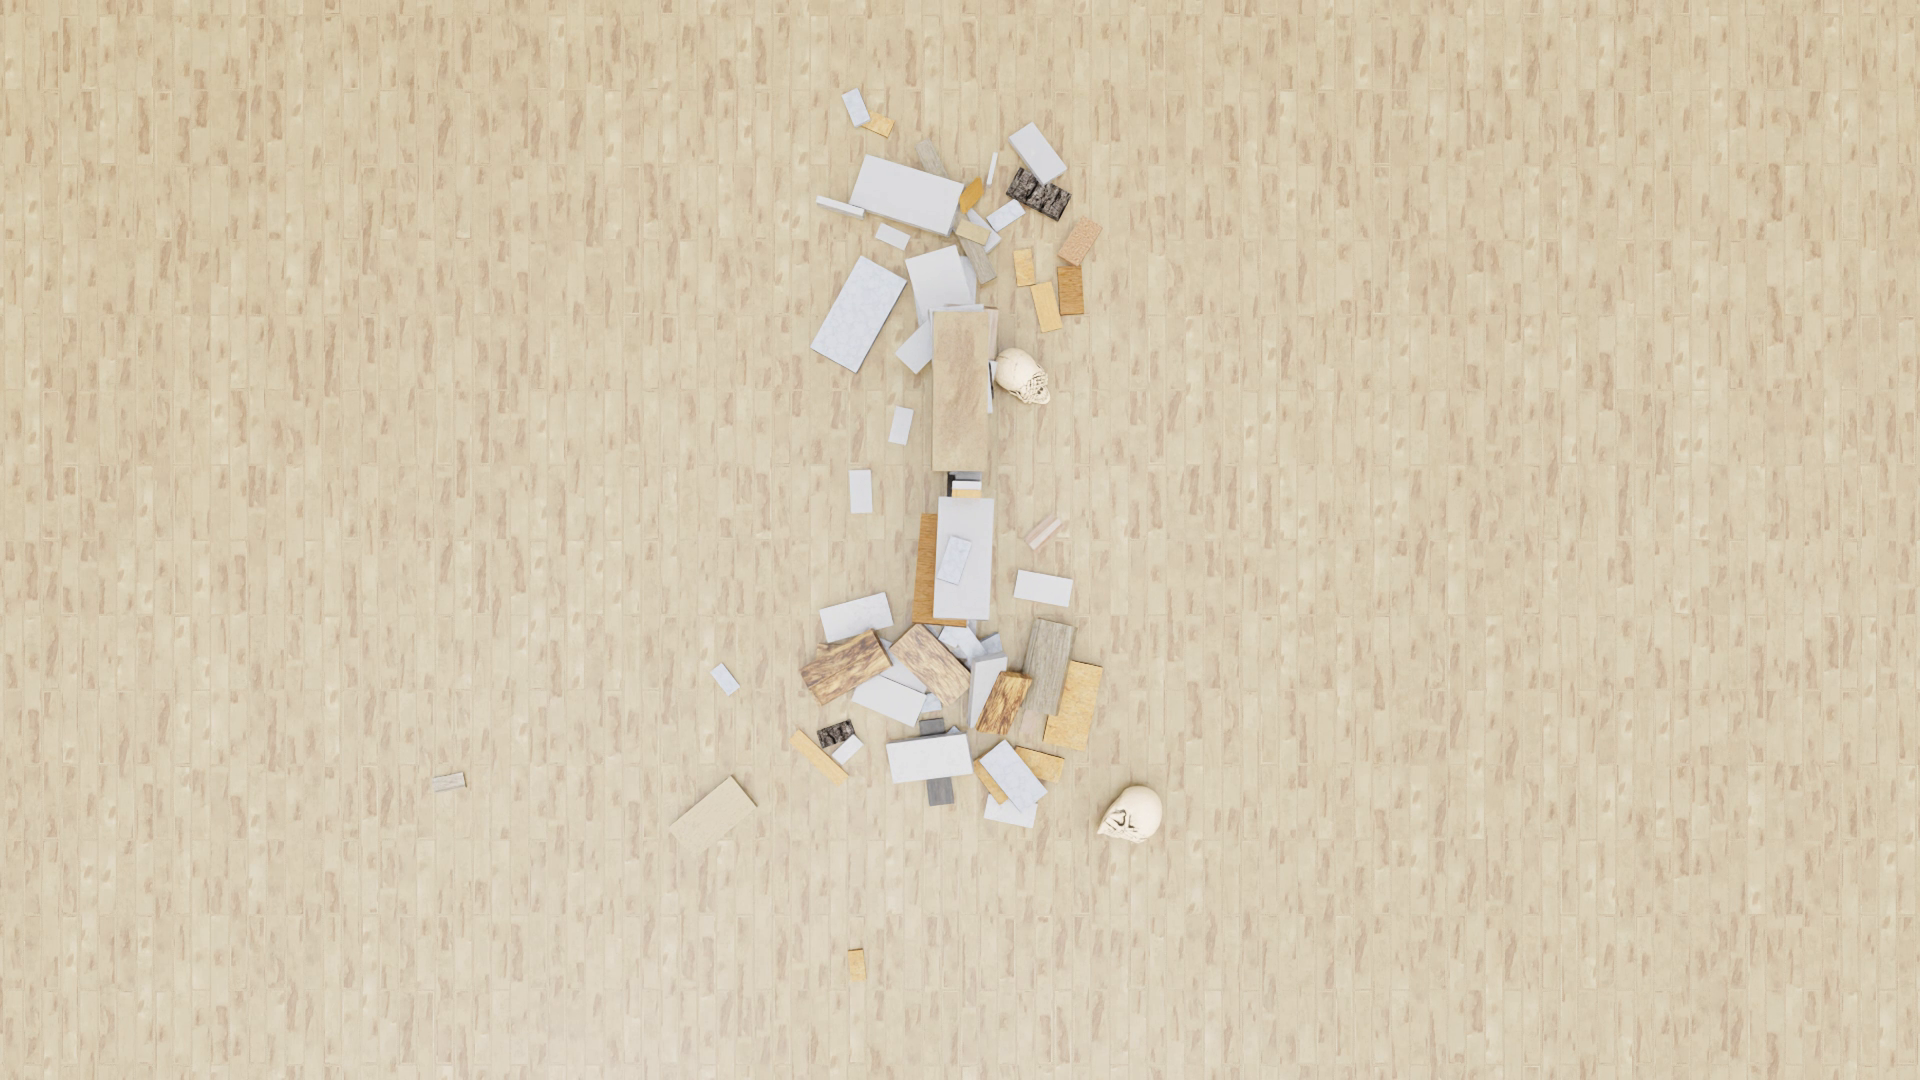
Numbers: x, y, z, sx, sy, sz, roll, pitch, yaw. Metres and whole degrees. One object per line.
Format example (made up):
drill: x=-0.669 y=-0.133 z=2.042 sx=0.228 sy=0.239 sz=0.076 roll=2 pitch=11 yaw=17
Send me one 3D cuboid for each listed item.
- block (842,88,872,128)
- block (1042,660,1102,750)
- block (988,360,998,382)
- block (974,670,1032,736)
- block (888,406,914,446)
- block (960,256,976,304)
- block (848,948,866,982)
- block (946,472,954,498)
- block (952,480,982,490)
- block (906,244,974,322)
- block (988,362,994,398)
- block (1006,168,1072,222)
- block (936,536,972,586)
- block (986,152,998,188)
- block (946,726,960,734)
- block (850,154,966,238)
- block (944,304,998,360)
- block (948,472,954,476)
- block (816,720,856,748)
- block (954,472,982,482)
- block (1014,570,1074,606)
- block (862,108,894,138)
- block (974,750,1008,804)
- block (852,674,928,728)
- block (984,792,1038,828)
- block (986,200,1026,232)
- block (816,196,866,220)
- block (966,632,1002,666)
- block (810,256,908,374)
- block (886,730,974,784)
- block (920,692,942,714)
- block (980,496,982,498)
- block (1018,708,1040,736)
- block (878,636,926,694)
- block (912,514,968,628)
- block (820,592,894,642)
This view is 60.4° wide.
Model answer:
block: x=-0.344 y=-1.436 z=5.478 sx=0.059 sy=0.017 sz=0.118 roll=-24 pitch=81 yaw=9
block: x=0.374 y=0.546 z=5.480 sx=0.142 sy=0.040 sz=0.284 roll=12 pitch=90 yaw=0
block: x=0.074 y=-0.525 z=5.400 sx=0.068 sy=0.019 sz=0.137 roll=10 pitch=108 yaw=-9
block: x=0.143 y=0.536 z=5.415 sx=0.112 sy=0.032 sz=0.223 roll=10 pitch=115 yaw=-31
block: x=-0.196 y=-0.380 z=5.491 sx=0.060 sy=0.017 sz=0.121 roll=12 pitch=90 yaw=0
block: x=0.007 y=-0.848 z=5.487 sx=0.094 sy=0.027 sz=0.189 roll=3 pitch=90 yaw=0
block: x=-0.343 y=1.416 z=5.493 sx=0.050 sy=0.014 sz=0.101 roll=-6 pitch=90 yaw=0
block: x=0.007 y=-0.149 z=5.413 sx=0.098 sy=0.028 sz=0.196 roll=2 pitch=81 yaw=-1
block: x=0.020 y=-0.176 z=5.311 sx=0.091 sy=0.182 sz=0.026 roll=2 pitch=92 yaw=-1
block: x=-0.048 y=-0.780 z=5.449 sx=0.174 sy=0.049 sz=0.347 roll=-17 pitch=90 yaw=0
block: x=0.076 y=-0.517 z=5.384 sx=0.059 sy=0.017 sz=0.118 roll=-7 pitch=110 yaw=-3
block: x=0.262 y=-1.148 z=5.477 sx=0.196 sy=0.028 sz=0.098 roll=28 pitch=79 yaw=0
block: x=-0.018 y=0.066 z=5.251 sx=0.071 sy=0.020 sz=0.142 roll=18 pitch=82 yaw=3
block: x=0.107 y=-1.228 z=5.473 sx=0.015 sy=0.053 sz=0.106 roll=13 pitch=90 yaw=0
block: x=-0.039 y=0.679 z=5.468 sx=0.060 sy=0.017 sz=0.120 roll=43 pitch=90 yaw=0
block: x=-0.173 y=-1.137 z=5.449 sx=0.347 sy=0.049 sz=0.174 roll=19 pitch=90 yaw=9
block: x=0.022 y=-0.594 z=5.407 sx=0.174 sy=0.049 sz=0.347 roll=3 pitch=109 yaw=-7
block: x=0.016 y=-0.335 z=5.404 sx=0.091 sy=0.026 sz=0.250 roll=3 pitch=85 yaw=-5
block: x=-0.412 y=0.646 z=5.492 sx=0.120 sy=0.017 sz=0.060 roll=-20 pitch=90 yaw=0
block: x=0.026 y=-0.272 z=5.354 sx=0.084 sy=0.024 sz=0.167 roll=2 pitch=71 yaw=-5
block: x=0.277 y=0.161 z=5.487 sx=0.184 sy=0.026 sz=0.092 roll=10 pitch=90 yaw=0
block: x=-0.283 y=-1.390 z=5.492 sx=0.118 sy=0.017 sz=0.059 roll=24 pitch=90 yaw=0
block: x=0.114 y=0.789 z=5.474 sx=0.083 sy=0.023 sz=0.166 roll=-37 pitch=84 yaw=-7
block: x=-0.234 y=0.523 z=5.472 sx=0.227 sy=0.032 sz=0.113 roll=22 pitch=90 yaw=6
block: x=0.169 y=0.900 z=5.488 sx=0.166 sy=0.024 sz=0.083 roll=12 pitch=90 yaw=0
block: x=0.152 y=-1.080 z=5.492 sx=0.119 sy=0.017 sz=0.059 roll=-34 pitch=90 yaw=0
block: x=-0.394 y=-1.099 z=5.460 sx=0.159 sy=0.080 sz=0.023 roll=17 pitch=90 yaw=0
block: x=0.079 y=0.361 z=5.449 sx=0.131 sy=0.018 sz=0.065 roll=-25 pitch=115 yaw=-28
block: x=-0.336 y=-0.747 z=5.475 sx=0.174 sy=0.049 sz=0.348 roll=29 pitch=90 yaw=0
block: x=-0.098 y=0.716 z=5.442 sx=0.271 sy=0.038 sz=0.135 roll=-9 pitch=99 yaw=11
block: x=-0.124 y=0.544 z=5.492 sx=0.120 sy=0.017 sz=0.060 roll=-10 pitch=90 yaw=0
block: x=0.015 y=-0.054 z=5.486 sx=0.098 sy=0.028 sz=0.196 roll=4 pitch=90 yaw=0
block: x=0.236 y=0.594 z=5.493 sx=0.052 sy=0.015 sz=0.104 roll=16 pitch=90 yaw=0
block: x=-0.200 y=0.413 z=5.484 sx=0.227 sy=0.032 sz=0.113 roll=23 pitch=90 yaw=0
block: x=-0.052 y=0.098 z=5.333 sx=0.177 sy=0.050 sz=0.355 roll=5 pitch=81 yaw=1
block: x=-0.344 y=0.257 z=5.484 sx=0.227 sy=0.032 sz=0.113 roll=-15 pitch=90 yaw=0
